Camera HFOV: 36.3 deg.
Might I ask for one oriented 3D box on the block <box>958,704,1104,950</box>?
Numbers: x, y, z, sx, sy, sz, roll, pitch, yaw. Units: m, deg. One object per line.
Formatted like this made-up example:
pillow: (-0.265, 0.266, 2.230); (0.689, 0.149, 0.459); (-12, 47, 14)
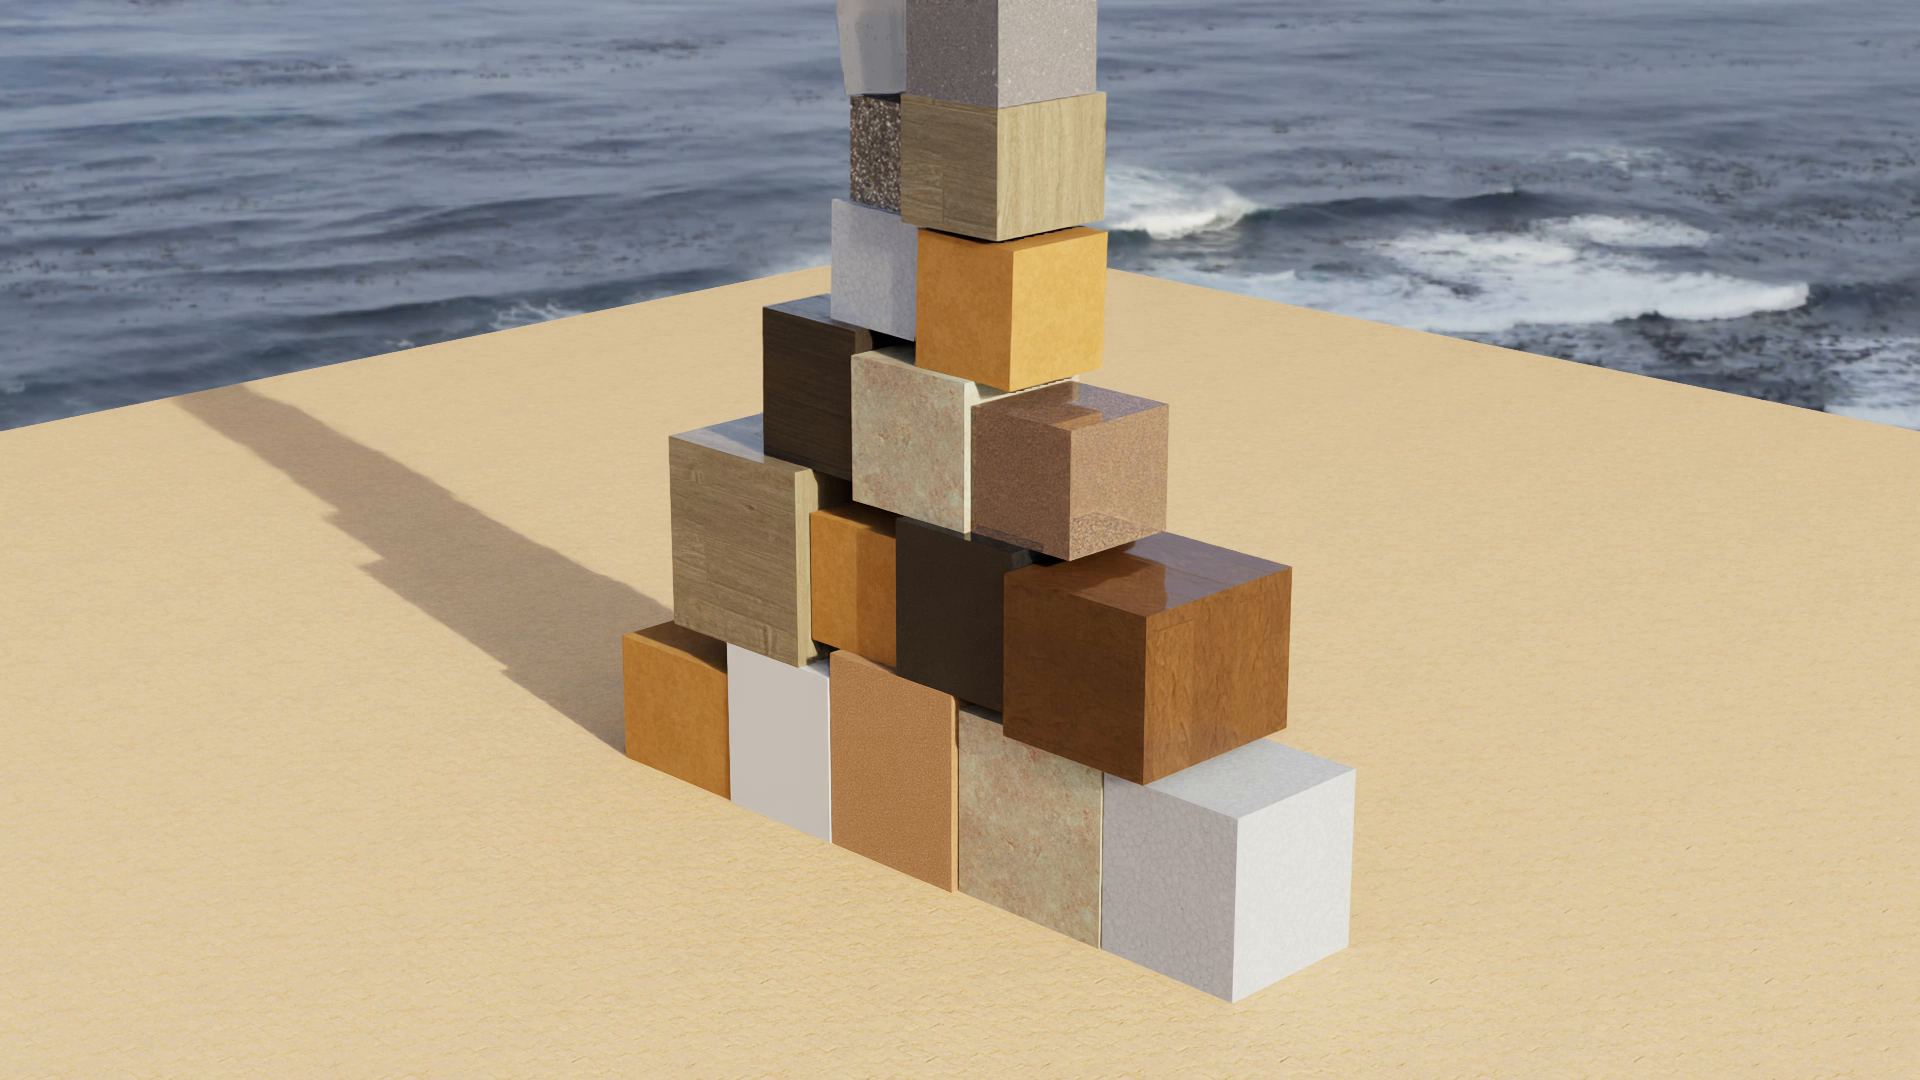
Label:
block: (0.578, 1.179, 13.128); (0.792, 0.878, 0.857); (-17, 24, -42)

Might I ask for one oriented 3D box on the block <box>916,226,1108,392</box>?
block: (0.222, -1.052, 12.776); (0.586, 0.610, 0.575); (-17, 26, -42)

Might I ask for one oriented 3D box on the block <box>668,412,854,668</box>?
block: (-0.786, -0.037, 14.126); (0.817, 0.949, 0.903); (-17, 24, -42)

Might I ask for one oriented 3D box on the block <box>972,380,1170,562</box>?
block: (0.477, -0.311, 12.738); (0.583, 0.572, 0.622); (17, 24, 42)

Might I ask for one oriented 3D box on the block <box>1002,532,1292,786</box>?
block: (0.807, 0.482, 12.651); (0.944, 0.740, 0.811); (-17, 24, -42)

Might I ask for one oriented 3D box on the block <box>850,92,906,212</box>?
block: (-0.172, -1.735, 13.003); (0.440, 0.479, 0.450); (-17, 26, -42)

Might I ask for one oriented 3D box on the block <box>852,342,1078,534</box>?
block: (0.023, -0.503, 13.176); (0.714, 0.674, 0.724); (17, 24, 42)

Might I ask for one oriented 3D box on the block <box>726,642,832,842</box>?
block: (-0.566, 0.869, 14.203); (0.843, 0.826, 0.712); (-17, 24, -42)

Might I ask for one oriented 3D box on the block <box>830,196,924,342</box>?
block: (-0.193, -1.242, 13.149); (0.492, 0.546, 0.599); (-17, 26, -42)

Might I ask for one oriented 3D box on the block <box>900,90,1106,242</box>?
block: (0.186, -1.648, 12.631); (0.579, 0.554, 0.667); (17, 24, 42)

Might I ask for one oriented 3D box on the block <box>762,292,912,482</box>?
block: (-0.447, -0.740, 13.607); (0.623, 0.704, 0.695); (18, 25, 42)

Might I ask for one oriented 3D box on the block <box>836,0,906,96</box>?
block: (-0.198, -2.247, 12.851); (0.495, 0.520, 0.445); (-17, 16, -42)

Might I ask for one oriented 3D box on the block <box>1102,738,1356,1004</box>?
block: (1.149, 1.373, 12.593); (0.781, 0.828, 0.736); (-17, 24, -42)

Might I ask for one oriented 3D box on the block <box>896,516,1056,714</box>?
block: (0.248, 0.251, 13.138); (0.715, 0.741, 0.797); (17, 24, 42)

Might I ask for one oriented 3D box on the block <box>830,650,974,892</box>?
block: (-0.023, 0.970, 13.671); (0.836, 0.952, 0.794); (-17, 24, -42)

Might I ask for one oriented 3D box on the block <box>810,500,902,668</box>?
block: (-0.218, 0.161, 13.632); (0.707, 0.616, 0.629); (-17, 24, -42)

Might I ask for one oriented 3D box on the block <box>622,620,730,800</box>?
block: (-1.124, 0.791, 14.739); (0.784, 0.652, 0.815); (-17, 24, -42)

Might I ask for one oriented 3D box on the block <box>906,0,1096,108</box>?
block: (0.176, -2.218, 12.445); (0.548, 0.642, 0.600); (16, 24, 42)
